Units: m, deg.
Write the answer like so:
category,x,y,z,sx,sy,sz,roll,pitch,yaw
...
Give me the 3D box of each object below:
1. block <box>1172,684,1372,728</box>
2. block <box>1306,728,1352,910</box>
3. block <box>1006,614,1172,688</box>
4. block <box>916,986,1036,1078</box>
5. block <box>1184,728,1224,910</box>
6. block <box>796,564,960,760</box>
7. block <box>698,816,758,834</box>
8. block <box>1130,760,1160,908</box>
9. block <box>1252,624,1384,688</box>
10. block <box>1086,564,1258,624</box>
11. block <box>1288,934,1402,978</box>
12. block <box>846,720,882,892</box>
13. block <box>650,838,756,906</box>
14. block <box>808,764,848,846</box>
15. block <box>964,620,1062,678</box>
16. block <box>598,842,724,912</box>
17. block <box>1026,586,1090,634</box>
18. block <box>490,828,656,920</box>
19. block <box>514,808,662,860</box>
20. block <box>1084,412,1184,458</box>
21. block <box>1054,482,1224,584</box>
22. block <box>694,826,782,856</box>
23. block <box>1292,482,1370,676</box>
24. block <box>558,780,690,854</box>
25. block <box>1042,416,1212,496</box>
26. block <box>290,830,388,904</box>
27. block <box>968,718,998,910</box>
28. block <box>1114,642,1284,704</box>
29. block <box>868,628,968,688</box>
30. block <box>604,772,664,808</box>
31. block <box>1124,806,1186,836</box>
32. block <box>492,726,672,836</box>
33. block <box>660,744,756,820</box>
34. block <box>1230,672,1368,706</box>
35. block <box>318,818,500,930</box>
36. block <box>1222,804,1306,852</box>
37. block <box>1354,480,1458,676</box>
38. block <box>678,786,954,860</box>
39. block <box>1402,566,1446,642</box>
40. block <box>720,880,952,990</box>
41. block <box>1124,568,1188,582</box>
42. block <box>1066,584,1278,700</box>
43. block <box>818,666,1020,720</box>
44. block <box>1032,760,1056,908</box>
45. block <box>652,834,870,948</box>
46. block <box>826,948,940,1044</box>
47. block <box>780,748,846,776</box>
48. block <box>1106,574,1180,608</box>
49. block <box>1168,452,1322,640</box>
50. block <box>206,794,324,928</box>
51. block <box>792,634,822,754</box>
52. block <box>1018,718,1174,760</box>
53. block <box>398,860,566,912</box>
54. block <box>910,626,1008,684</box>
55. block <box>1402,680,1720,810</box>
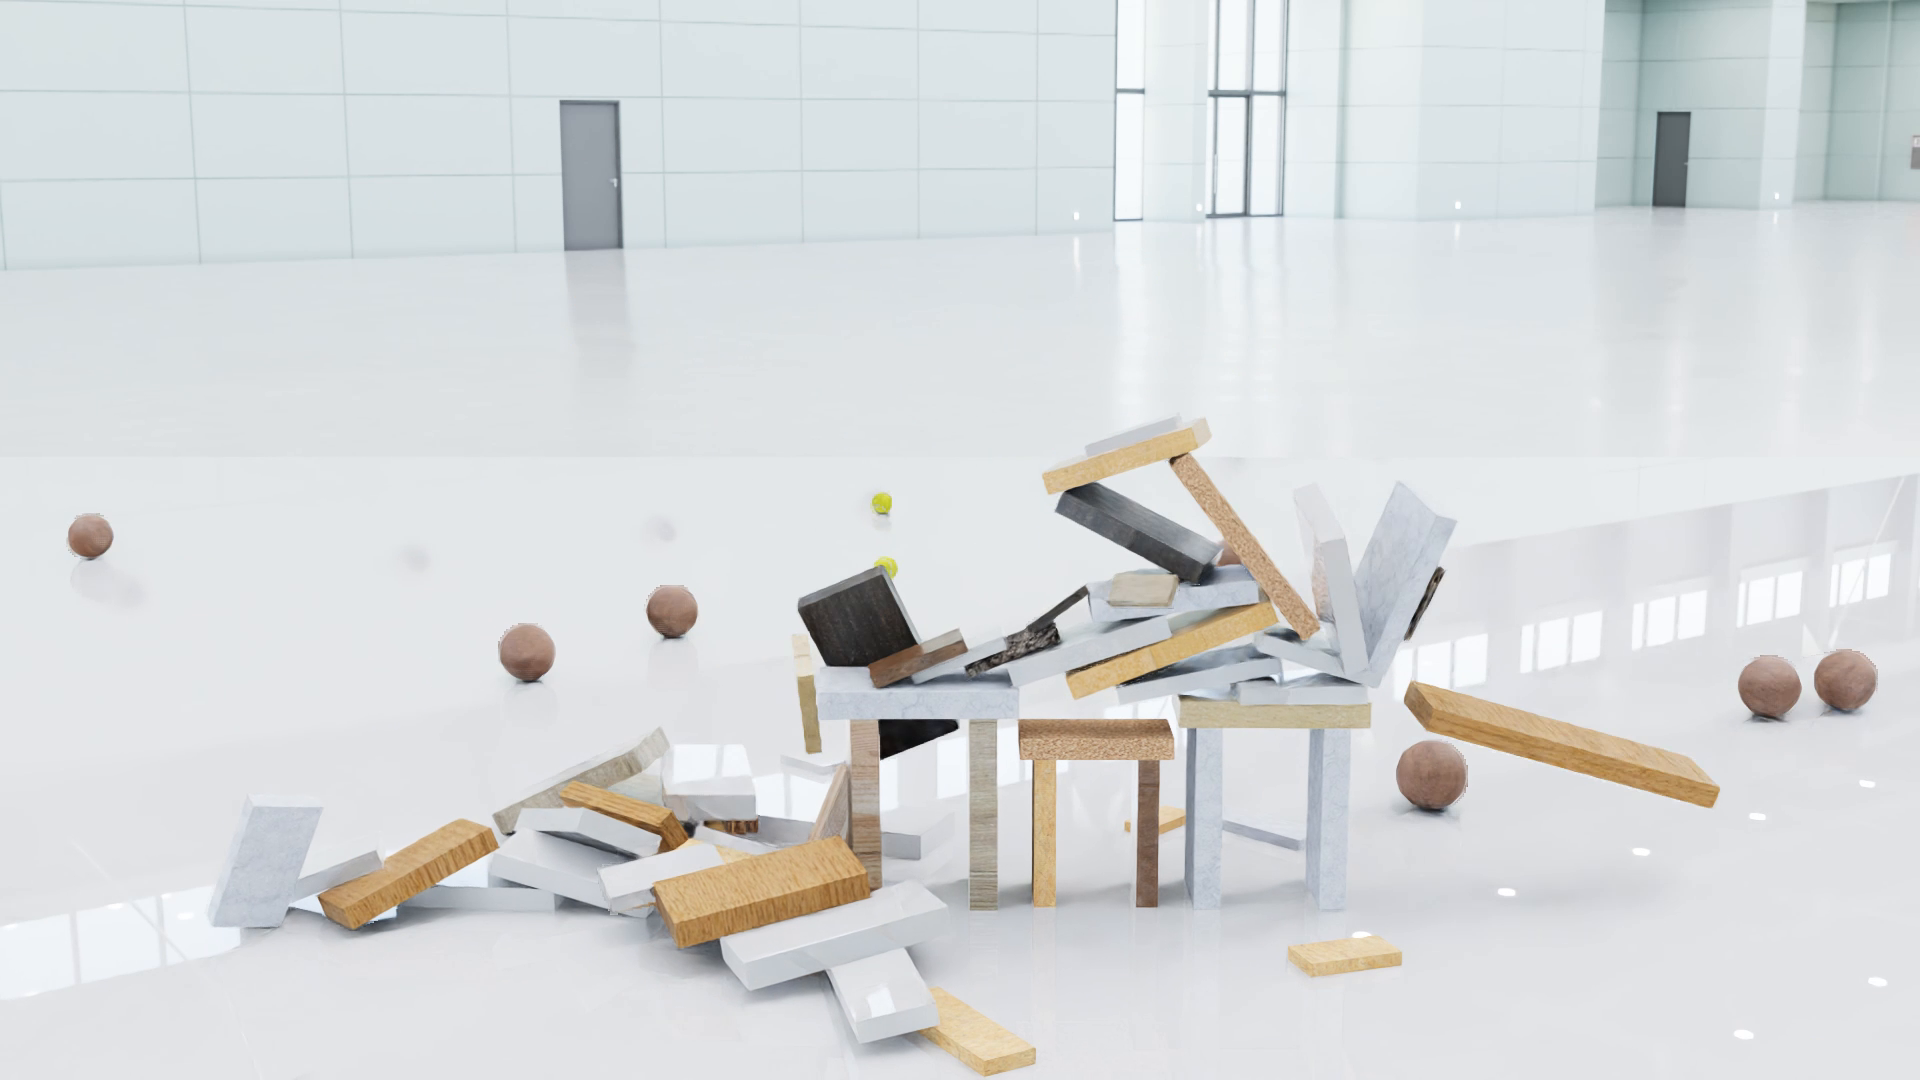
category,x,y,z,sx,sy,sz,roll,pitch,yaw
block,0.507,0.267,3.605,0.307,0.043,0.153,0,11,1
block,0.609,0.439,3.638,0.043,0.307,0.153,0,11,0
block,0.208,0.167,3.595,0.267,0.038,0.134,-18,10,3
block,0.001,0.687,3.083,0.082,0.023,0.257,-6,12,-31
block,0.403,0.439,3.639,0.043,0.307,0.153,0,11,0
block,-0.134,0.209,3.704,0.156,0.312,0.044,-22,20,10
block,-0.423,0.483,3.942,0.094,0.027,0.187,-5,15,-14
block,0.306,0.468,3.642,0.035,0.250,0.125,0,11,0
block,0.578,0.184,3.561,0.203,0.029,0.102,18,12,-3
block,0.344,0.086,3.583,0.267,0.038,0.134,-7,11,2
block,0.589,0.636,3.363,0.154,0.022,0.077,-4,11,-18
block,-0.159,0.431,3.637,0.046,0.323,0.162,-2,11,-5
block,-0.357,0.556,3.507,0.290,0.041,0.145,9,25,30
block,-0.209,0.478,3.794,0.023,0.082,0.165,0,53,32
block,0.084,0.176,3.596,0.161,0.023,0.081,-22,10,3
block,-0.471,0.534,3.491,0.187,0.027,0.094,-12,24,-16
block,0.159,0.113,3.564,0.107,0.015,0.054,-35,-2,-15
block,-0.622,0.548,3.623,0.266,0.038,0.133,15,13,5
block,-0.629,0.494,3.702,0.145,0.041,0.290,25,-18,-26
block,0.282,-0.171,3.572,0.154,0.022,0.077,-18,6,15
block,0.294,-0.017,3.596,0.259,0.037,0.130,28,21,13
block,-0.320,0.532,3.695,0.132,0.037,0.264,22,-10,-40
block,0.581,0.062,3.439,0.040,0.280,0.140,-18,38,0
block,-0.568,0.499,3.799,0.264,0.132,0.037,9,46,41
block,0.273,-0.137,3.587,0.259,0.037,0.130,-17,6,18
block,-1.058,0.548,3.605,0.229,0.032,0.114,-21,13,-8
block,0.037,0.431,3.639,0.046,0.323,0.162,0,11,0
block,0.385,0.215,3.586,0.268,0.029,0.102,-11,13,2
block,-0.069,0.192,3.569,0.161,0.023,0.081,-22,12,-1
block,-0.600,0.481,4.064,0.132,0.037,0.264,12,7,-14
block,0.365,0.515,4.025,0.064,0.018,0.128,9,14,40
block,-0.688,0.438,4.001,0.305,0.043,0.153,-25,5,16
block,-0.457,0.433,3.960,0.156,0.044,0.312,1,11,-10
block,0.547,0.239,3.558,0.203,0.029,0.102,0,11,-2
block,-0.896,0.539,3.573,0.266,0.038,0.133,-29,17,-30
block,0.547,0.521,3.983,0.222,0.022,0.077,10,15,44
block,0.689,0.059,3.511,0.040,0.280,0.140,13,21,-22
block,-0.264,0.507,3.995,0.486,0.044,0.156,4,11,22
block,0.726,0.091,3.522,0.018,0.128,0.064,16,18,-24
block,-0.189,0.593,3.316,0.318,0.043,0.153,-13,11,-18
block,0.323,0.058,3.596,0.107,0.015,0.054,-6,11,8
block,0.341,0.165,3.585,0.351,0.038,0.134,-21,10,6
block,-0.069,0.250,3.601,0.323,0.046,0.162,0,11,-1
block,0.139,0.468,3.642,0.035,0.250,0.125,0,11,0
block,-0.308,0.541,3.401,0.305,0.043,0.153,-12,19,-17
block,-0.121,0.642,3.193,0.114,0.032,0.359,-11,9,-10
block,-0.293,0.444,4.405,0.128,0.018,0.064,10,14,43
block,0.290,0.080,3.486,0.107,0.054,0.015,0,-35,31
block,0.459,0.005,3.556,0.037,0.351,0.130,-37,3,7
block,-1.094,0.505,3.458,0.114,0.229,0.032,8,24,-41
block,-0.251,0.253,3.607,0.027,0.187,0.094,-8,43,-5
block,0.222,0.327,3.615,0.250,0.035,0.125,0,11,0
block,-0.787,0.573,3.659,0.266,0.038,0.133,1,11,6
block,-0.002,0.187,3.590,0.161,0.023,0.081,-22,10,5
block,0.996,0.338,3.648,0.512,0.040,0.140,16,14,-8
